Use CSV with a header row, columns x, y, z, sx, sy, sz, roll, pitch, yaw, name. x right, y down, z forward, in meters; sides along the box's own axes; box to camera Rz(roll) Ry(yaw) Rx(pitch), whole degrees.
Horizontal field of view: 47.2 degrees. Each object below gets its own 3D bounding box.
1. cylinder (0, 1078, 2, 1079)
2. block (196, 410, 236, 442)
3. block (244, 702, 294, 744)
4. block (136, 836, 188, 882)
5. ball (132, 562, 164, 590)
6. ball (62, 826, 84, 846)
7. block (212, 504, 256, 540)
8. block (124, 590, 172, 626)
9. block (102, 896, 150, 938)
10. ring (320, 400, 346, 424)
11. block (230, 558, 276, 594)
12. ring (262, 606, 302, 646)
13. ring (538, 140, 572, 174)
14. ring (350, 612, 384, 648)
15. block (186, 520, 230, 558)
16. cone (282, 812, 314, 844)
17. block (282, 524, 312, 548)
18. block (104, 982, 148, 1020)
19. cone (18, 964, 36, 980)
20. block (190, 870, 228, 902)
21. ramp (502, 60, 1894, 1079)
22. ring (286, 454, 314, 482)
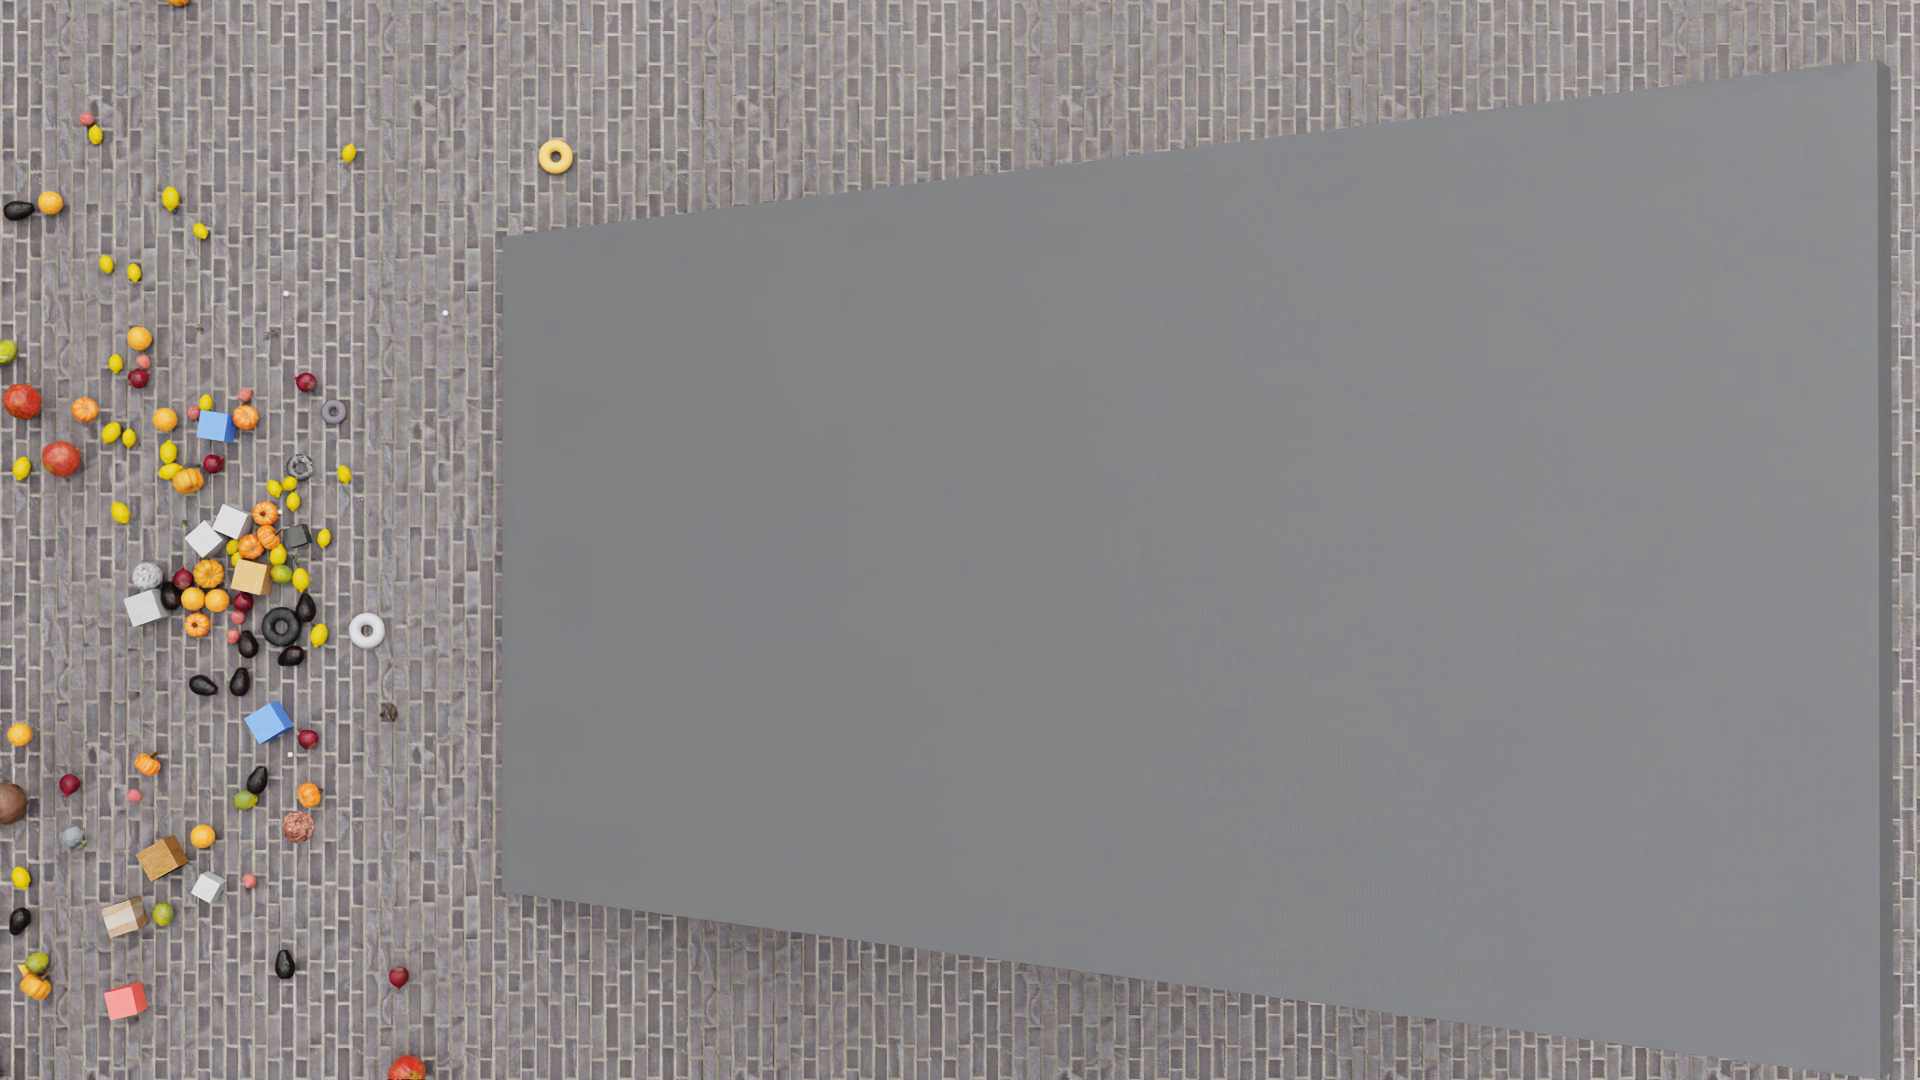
x,y,z,sx,sy,sz,roll,pitch,yaw,name
-2.972,1.672,6.746,0.069,0.069,0.069,40,90,0,cylinder
-2.282,-0.349,6.753,0.084,0.084,0.084,9,90,0,block
-2.118,0.560,6.743,0.091,0.091,0.091,-32,90,0,block
-2.443,0.976,6.738,0.096,0.096,0.096,-30,90,0,block
-2.491,0.112,6.748,0.088,0.088,0.088,0,90,0,ball
-2.725,0.909,6.756,0.061,0.061,0.061,0,90,0,ball
-2.228,-0.055,6.751,0.083,0.083,0.083,23,90,0,block
-2.492,0.208,6.746,0.090,0.090,0.090,-19,90,0,block
-2.557,1.154,6.738,0.091,0.091,0.091,-18,90,0,block
-1.932,-0.395,6.782,0.078,0.026,0.078,0,88,0,ring
-2.167,0.113,6.745,0.092,0.092,0.092,13,90,0,block
-2.089,0.267,6.770,0.123,0.041,0.123,0,89,1,ring
-1.247,-1.182,6.784,0.105,0.035,0.105,0,91,-1,ring
-1.826,0.279,6.772,0.111,0.037,0.111,0,88,1,ring
-2.309,-0.002,6.752,0.082,0.082,0.082,-42,90,0,block
-2.043,0.886,6.736,0.099,0.099,0.099,0,90,0,cone
-2.037,-0.012,6.763,0.060,0.060,0.060,-18,90,0,block
-2.556,1.412,6.740,0.085,0.085,0.085,-13,90,0,block
-2.864,1.318,6.771,0.053,0.053,0.053,-36,90,-35,cone
-2.305,1.065,6.752,0.066,0.066,0.066,29,90,0,block
0.232,0.065,5.550,4.000,0.100,2.000,0,89,37,ramp
-2.034,-0.223,6.780,0.087,0.029,0.087,0,91,-1,ring
